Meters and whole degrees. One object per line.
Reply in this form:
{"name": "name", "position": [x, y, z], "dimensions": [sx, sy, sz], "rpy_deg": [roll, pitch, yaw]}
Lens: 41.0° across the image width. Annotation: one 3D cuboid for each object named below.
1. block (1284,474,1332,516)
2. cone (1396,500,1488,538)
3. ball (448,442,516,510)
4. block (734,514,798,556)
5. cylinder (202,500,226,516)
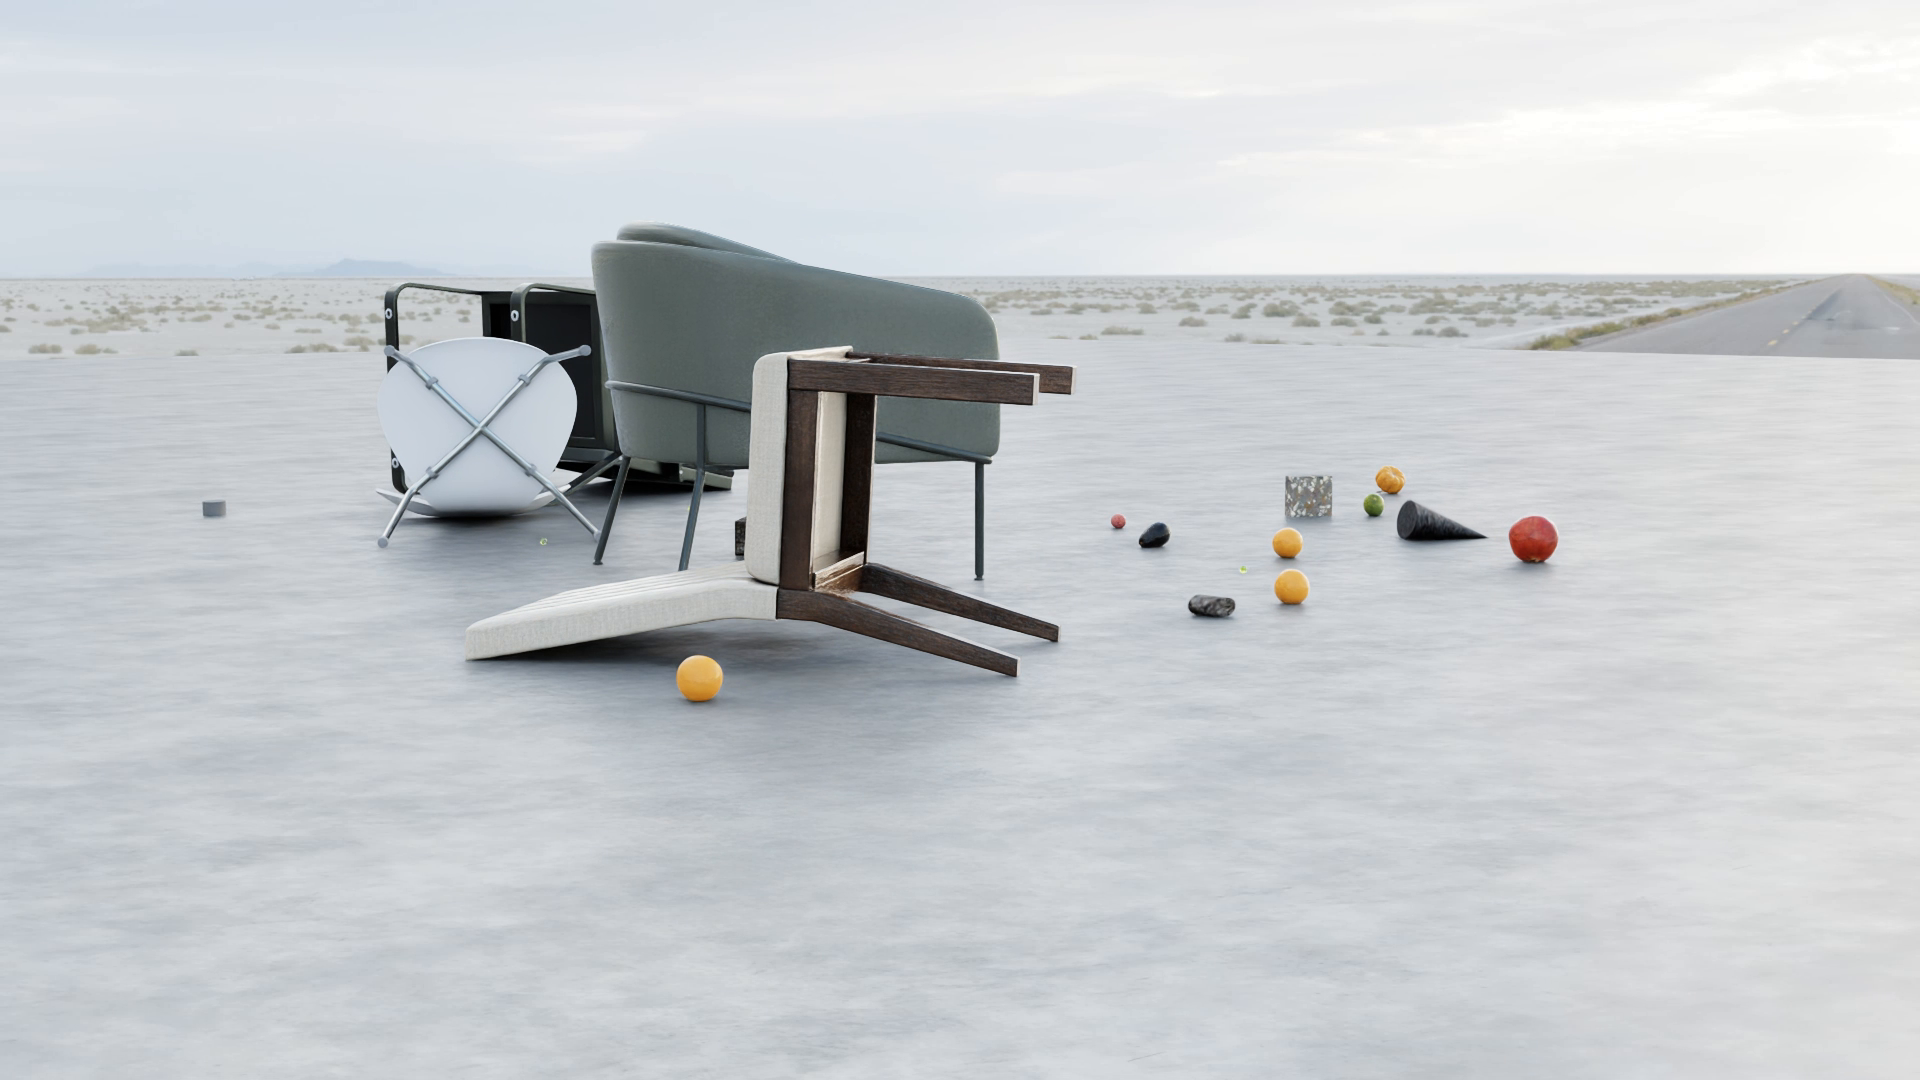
{"name": "block", "position": [0.960, -0.122, 7.063], "dimensions": [0.119, 0.109, 0.049], "rpy_deg": [-2, 6, -18]}
{"name": "cone", "position": [1.228, -0.029, 6.456], "dimensions": [0.216, 0.097, 0.205], "rpy_deg": [13, 3, -4]}
{"name": "ball", "position": [-1.342, -0.177, 7.200], "dimensions": [0.191, 0.191, 0.191], "rpy_deg": [0, 6, 0]}
{"name": "block", "position": [-0.461, -0.012, 6.130], "dimensions": [0.122, 0.081, 0.168], "rpy_deg": [1, 6, 7]}
{"name": "cylinder", "position": [-2.060, -0.089, 7.086], "dimensions": [0.060, 0.038, 0.084], "rpy_deg": [0, 6, 0]}
